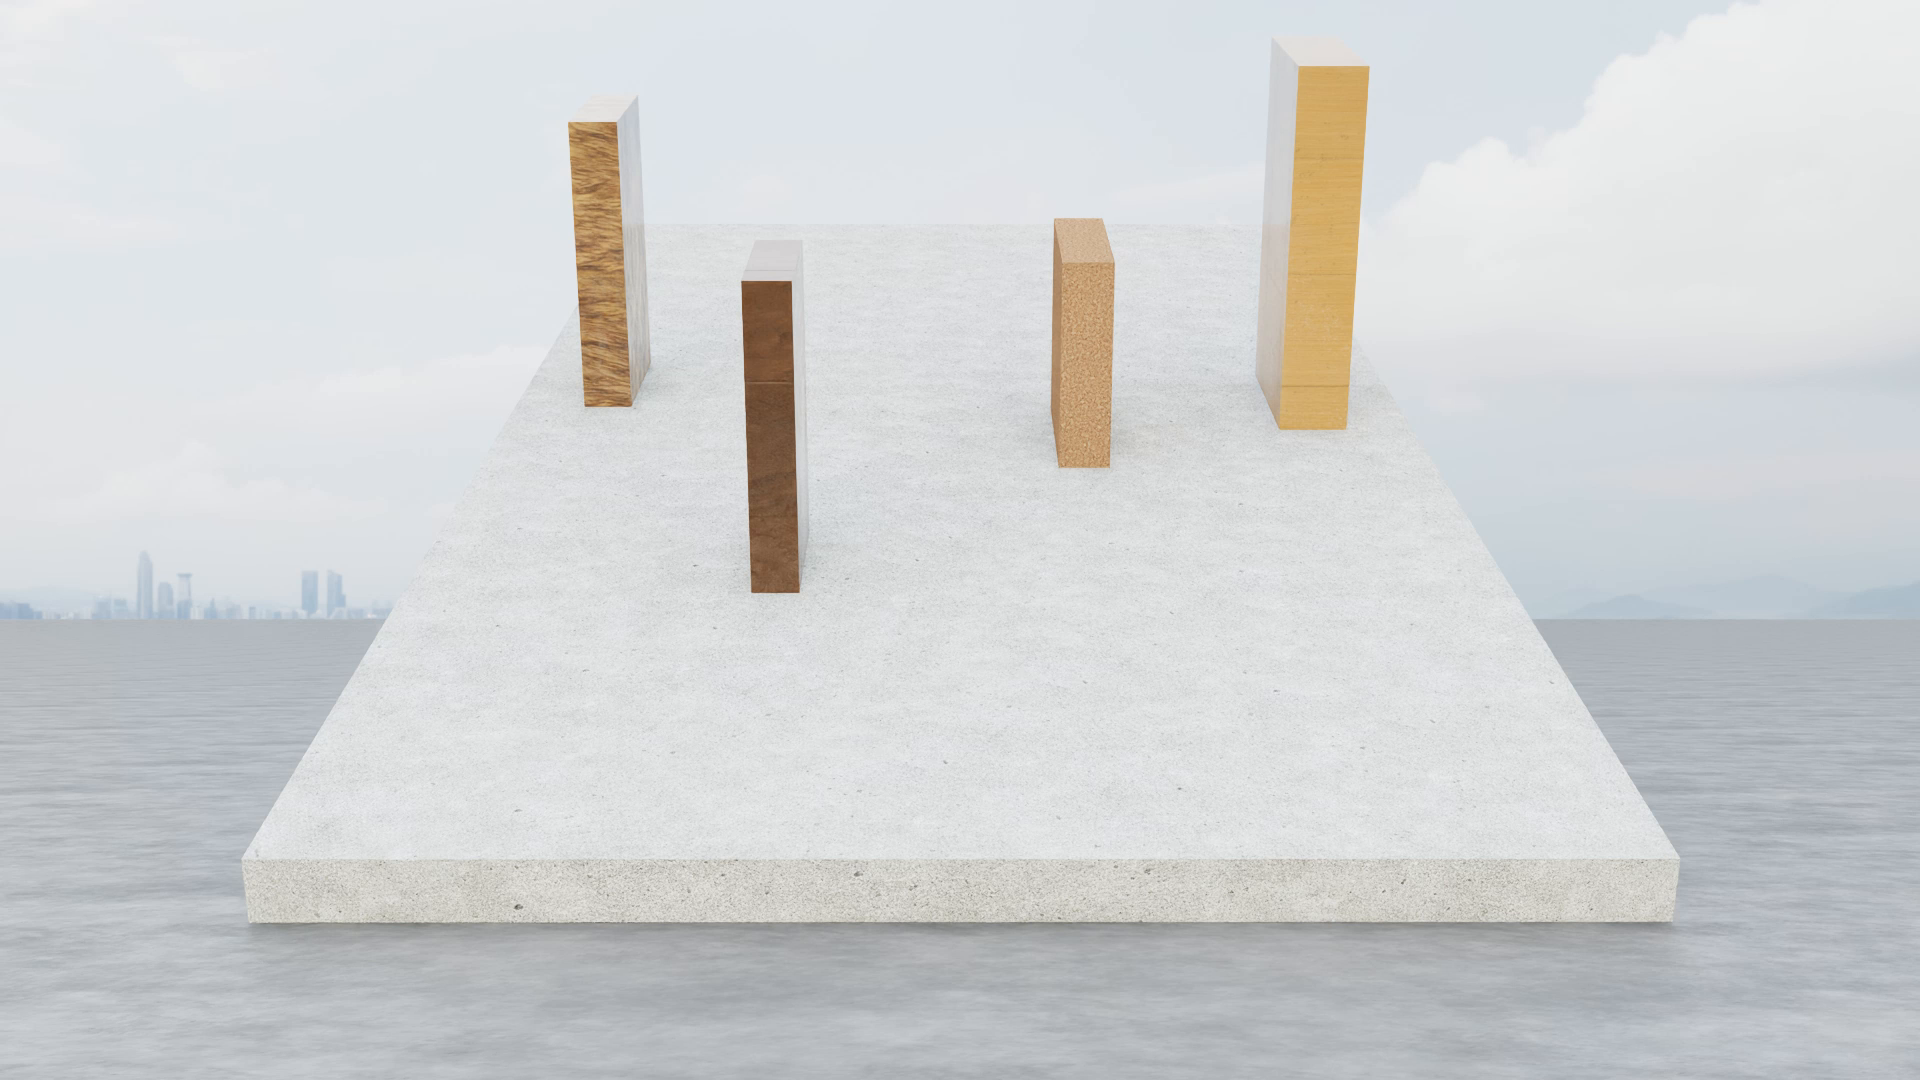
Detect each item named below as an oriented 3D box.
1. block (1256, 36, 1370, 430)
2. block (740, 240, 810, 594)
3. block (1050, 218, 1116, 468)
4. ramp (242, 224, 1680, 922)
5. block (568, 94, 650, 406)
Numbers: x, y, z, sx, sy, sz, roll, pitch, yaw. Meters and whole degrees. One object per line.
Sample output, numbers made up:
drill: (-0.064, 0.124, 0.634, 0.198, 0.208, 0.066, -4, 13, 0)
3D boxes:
block: (0.775, -0.688, 5.056, 0.147, 0.791, 0.426, 0, 21, 0)
block: (-0.332, -0.228, 4.132, 0.087, 0.575, 0.308, 0, 21, 0)
block: (0.259, -0.428, 4.864, 0.107, 0.438, 0.410, 0, 21, 0)
ramp: (-0.005, -0.211, 5.051, 2.000, 0.100, 4.000, 0, 21, 0)
block: (-0.796, -0.665, 5.199, 0.106, 0.644, 0.356, 0, 21, 0)
